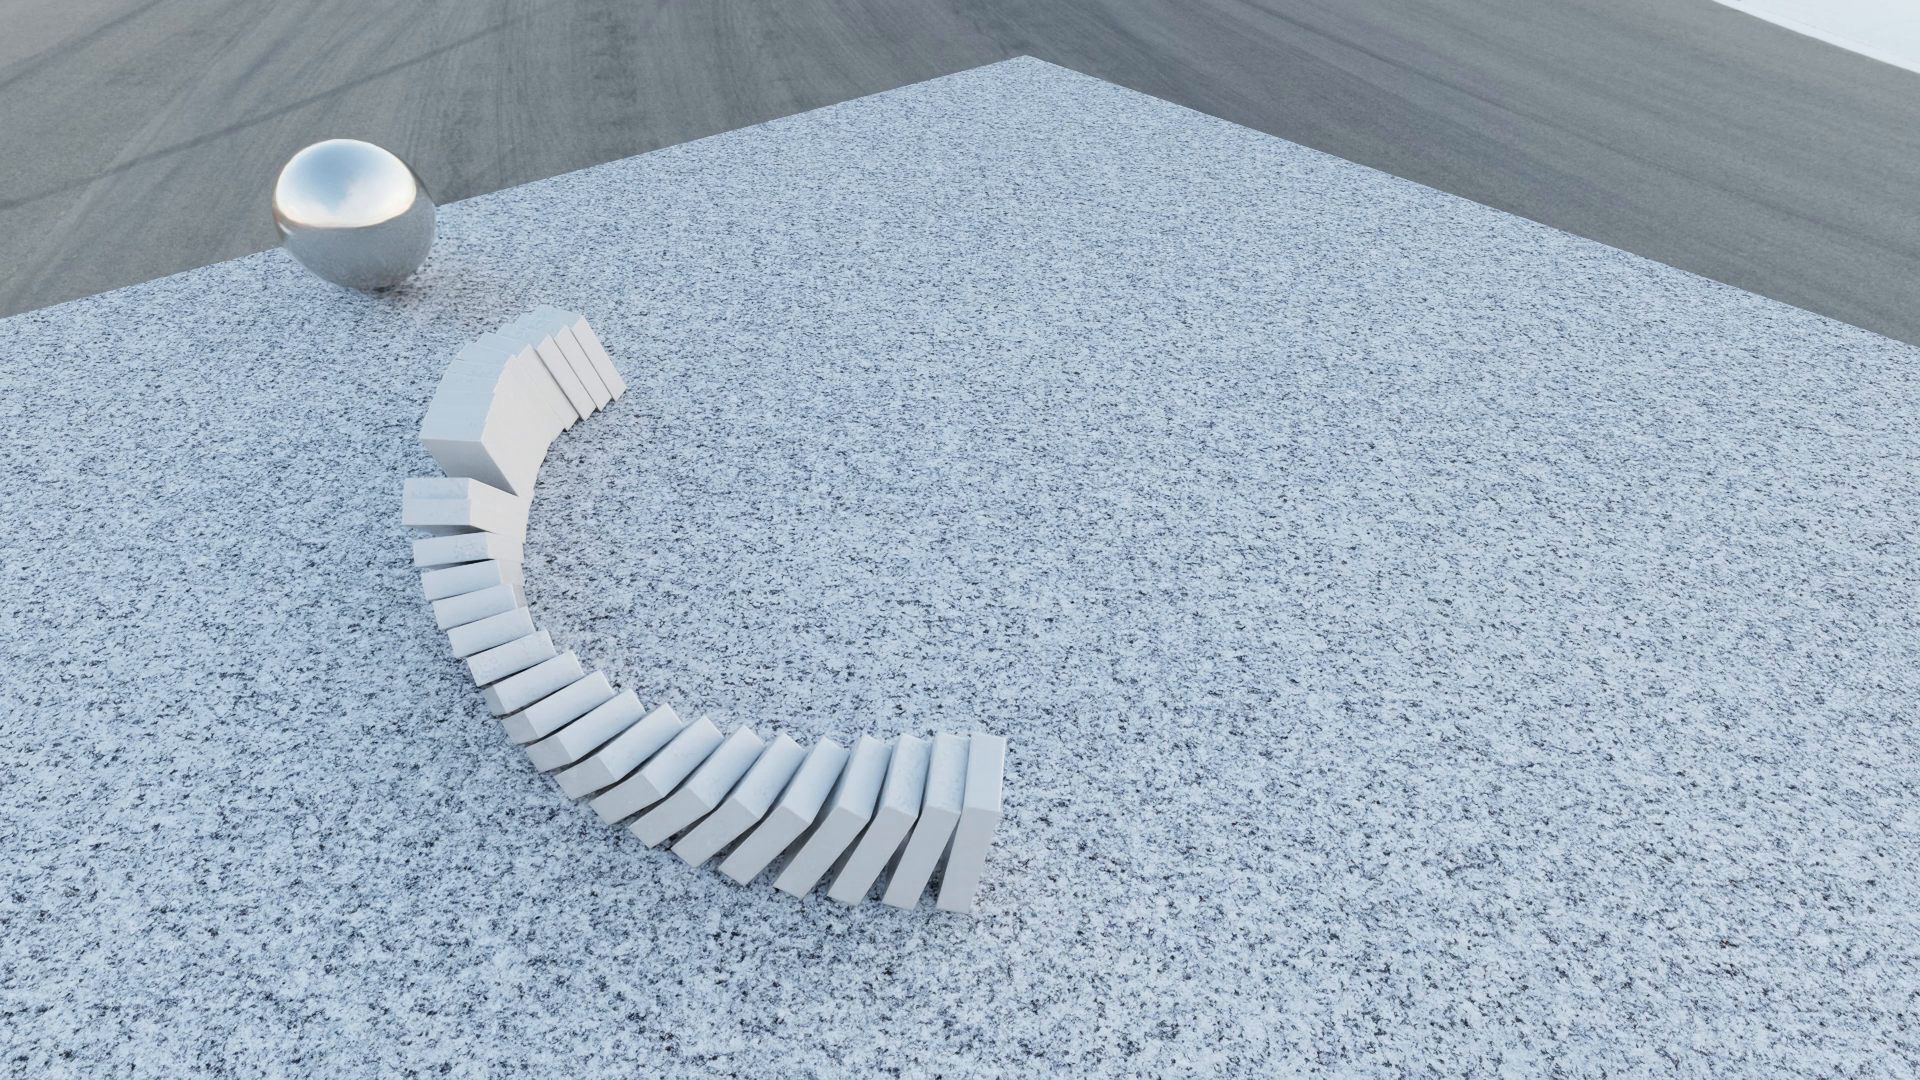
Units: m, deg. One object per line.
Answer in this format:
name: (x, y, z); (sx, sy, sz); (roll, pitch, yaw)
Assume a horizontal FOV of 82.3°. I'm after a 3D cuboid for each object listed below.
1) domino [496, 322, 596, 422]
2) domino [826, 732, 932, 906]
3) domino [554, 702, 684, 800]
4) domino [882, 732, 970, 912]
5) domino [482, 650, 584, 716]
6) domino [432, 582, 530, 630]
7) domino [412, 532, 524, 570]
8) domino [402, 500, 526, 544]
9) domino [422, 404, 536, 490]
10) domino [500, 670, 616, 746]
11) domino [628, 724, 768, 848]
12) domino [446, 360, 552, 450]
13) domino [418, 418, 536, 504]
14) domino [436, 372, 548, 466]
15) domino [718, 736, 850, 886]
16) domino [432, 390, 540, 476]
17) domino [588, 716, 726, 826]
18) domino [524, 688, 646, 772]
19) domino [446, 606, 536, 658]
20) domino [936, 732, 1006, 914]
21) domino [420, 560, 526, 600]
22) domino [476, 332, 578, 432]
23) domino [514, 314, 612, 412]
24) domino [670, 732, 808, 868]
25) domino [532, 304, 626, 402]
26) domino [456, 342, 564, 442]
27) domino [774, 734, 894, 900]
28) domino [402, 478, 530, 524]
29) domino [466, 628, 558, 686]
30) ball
domino: (-0.190, -0.076, 0.505); (0.025, 0.050, 0.010); (17, 62, 19)
domino: (-0.023, 0.080, 0.314); (0.009, 0.050, 0.025); (22, 39, -8)
domino: (-0.105, 0.065, 0.337); (0.025, 0.050, 0.009); (-39, 96, -37)
domino: (-0.010, 0.080, 0.313); (0.009, 0.050, 0.025); (16, 39, -6)
domino: (-0.141, 0.047, 0.361); (0.025, 0.009, 0.050); (-26, 3, -29)
domino: (-0.169, 0.024, 0.391); (0.025, 0.010, 0.050); (-15, 1, -18)
domino: (-0.183, 0.005, 0.413); (0.025, 0.010, 0.050); (-7, -2, -9)
domino: (-0.190, -0.007, 0.425); (0.025, 0.050, 0.010); (0, 82, 1)
domino: (-0.198, -0.037, 0.456); (0.025, 0.050, 0.009); (4, 59, 5)
domino: (-0.130, 0.054, 0.352); (0.025, 0.009, 0.050); (-30, 4, -32)
domino: (-0.078, 0.074, 0.326); (0.010, 0.050, 0.025); (46, 47, -6)
domino: (-0.201, -0.057, 0.481); (0.025, 0.050, 0.009); (9, 59, 11)
domino: (-0.196, -0.030, 0.448); (0.025, 0.050, 0.009); (3, 59, 4)
domino: (-0.200, -0.051, 0.473); (0.025, 0.050, 0.009); (8, 59, 10)
domino: (-0.051, 0.079, 0.317); (0.010, 0.050, 0.025); (36, 43, -6)
domino: (-0.199, -0.043, 0.464); (0.025, 0.050, 0.009); (4, 59, 5)
domino: (-0.092, 0.070, 0.331); (0.009, 0.050, 0.025); (51, 49, -6)
domino: (-0.118, 0.060, 0.344); (0.025, 0.050, 0.009); (-34, 95, -34)
domino: (-0.161, 0.032, 0.380); (0.025, 0.010, 0.050); (-19, 2, -21)
domino: (0.003, 0.081, 0.312); (0.010, 0.050, 0.025); (11, 40, -2)
domino: (-0.177, 0.015, 0.402); (0.025, 0.010, 0.050); (-11, 0, -13)
domino: (-0.196, -0.071, 0.498); (0.025, 0.050, 0.009); (17, 62, 19)
domino: (-0.185, -0.082, 0.511); (0.025, 0.050, 0.009); (17, 62, 19)
domino: (-0.065, 0.077, 0.321); (0.009, 0.050, 0.025); (42, 45, -6)
domino: (-0.179, -0.087, 0.518); (0.025, 0.050, 0.009); (17, 62, 19)
domino: (-0.200, -0.065, 0.491); (0.025, 0.050, 0.010); (17, 62, 19)
domino: (-0.037, 0.080, 0.315); (0.009, 0.050, 0.025); (28, 40, -9)
domino: (-0.194, -0.015, 0.434); (0.025, 0.050, 0.009); (0, 82, 4)
domino: (-0.151, 0.040, 0.370); (0.025, 0.009, 0.050); (-22, 2, -25)
ball: (-0.333, -0.179, 0.606); (0.080, 0.080, 0.080); (0, 39, 0)
